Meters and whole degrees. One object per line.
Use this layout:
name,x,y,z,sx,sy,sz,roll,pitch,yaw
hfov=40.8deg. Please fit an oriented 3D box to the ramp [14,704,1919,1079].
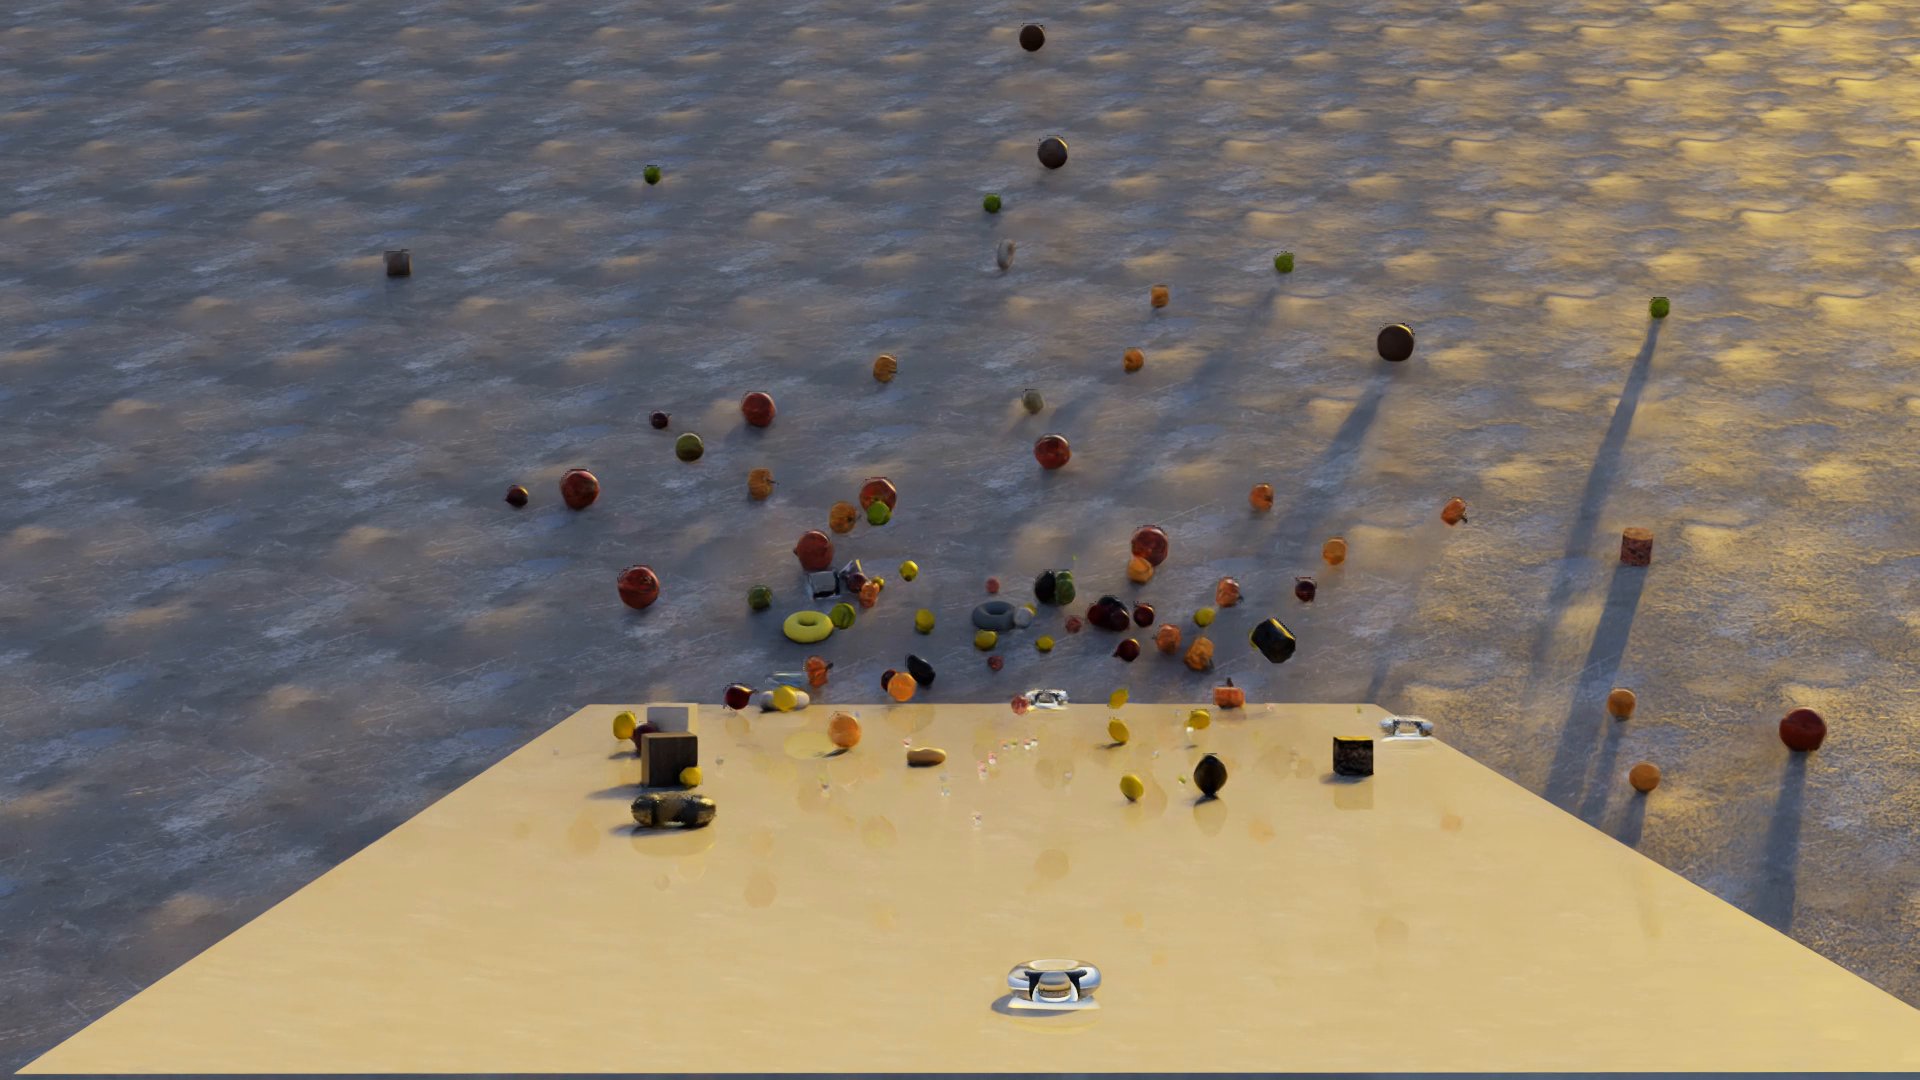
ramp,0.058,0.523,4.562,2.000,0.100,4.000,0,2,0

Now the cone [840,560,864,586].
cone,-0.294,0.109,7.383,0.076,0.076,0.076,-22,63,-39

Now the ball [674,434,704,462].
ball,-0.857,-0.292,8.161,0.091,0.091,0.091,0,25,0

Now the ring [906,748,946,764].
ring,-0.068,0.441,5.265,0.081,0.027,0.081,-1,1,0

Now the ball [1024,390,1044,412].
ball,0.246,-0.460,8.540,0.070,0.070,0.070,0,25,0

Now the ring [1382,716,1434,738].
ring,1.004,0.419,5.788,0.117,0.039,0.117,1,1,0

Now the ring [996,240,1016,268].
ring,0.174,-1.088,9.800,0.039,0.118,0.118,27,33,17

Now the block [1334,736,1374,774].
block,0.776,0.425,5.082,0.068,0.068,0.068,0,2,-1

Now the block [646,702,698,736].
block,-0.619,0.400,5.553,0.092,0.092,0.092,0,2,7

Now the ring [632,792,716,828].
ring,-0.484,0.456,4.360,0.143,0.048,0.143,1,1,0

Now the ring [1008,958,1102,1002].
ring,0.107,0.501,2.934,0.108,0.036,0.108,-1,1,0

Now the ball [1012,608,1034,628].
ball,0.174,0.214,7.079,0.059,0.059,0.059,0,25,0

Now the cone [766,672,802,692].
cone,-0.474,0.370,6.728,0.090,0.090,0.090,27,15,-26

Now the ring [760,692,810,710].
ring,-0.438,0.401,6.444,0.124,0.041,0.124,0,0,0

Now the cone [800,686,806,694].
cone,-0.435,0.381,6.784,0.056,0.056,0.056,0,25,0

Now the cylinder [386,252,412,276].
cylinder,-2.122,-1.044,9.749,0.084,0.084,0.084,-5,26,-8

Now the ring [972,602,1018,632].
ring,0.100,0.212,7.152,0.139,0.046,0.139,0,24,0

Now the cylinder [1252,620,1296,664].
cylinder,0.797,0.258,6.543,0.080,0.080,0.080,-13,40,-25

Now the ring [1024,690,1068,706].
ring,0.219,0.400,6.533,0.112,0.037,0.112,-1,2,0

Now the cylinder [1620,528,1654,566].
cylinder,1.972,0.020,7.511,0.085,0.085,0.085,0,25,0

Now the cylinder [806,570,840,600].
cylinder,-0.387,0.127,7.292,0.077,0.077,0.077,-3,25,-23

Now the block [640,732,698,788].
block,-0.555,0.418,4.915,0.093,0.093,0.093,-1,2,-16

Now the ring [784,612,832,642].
ring,-0.418,0.239,7.096,0.138,0.046,0.138,1,26,0
